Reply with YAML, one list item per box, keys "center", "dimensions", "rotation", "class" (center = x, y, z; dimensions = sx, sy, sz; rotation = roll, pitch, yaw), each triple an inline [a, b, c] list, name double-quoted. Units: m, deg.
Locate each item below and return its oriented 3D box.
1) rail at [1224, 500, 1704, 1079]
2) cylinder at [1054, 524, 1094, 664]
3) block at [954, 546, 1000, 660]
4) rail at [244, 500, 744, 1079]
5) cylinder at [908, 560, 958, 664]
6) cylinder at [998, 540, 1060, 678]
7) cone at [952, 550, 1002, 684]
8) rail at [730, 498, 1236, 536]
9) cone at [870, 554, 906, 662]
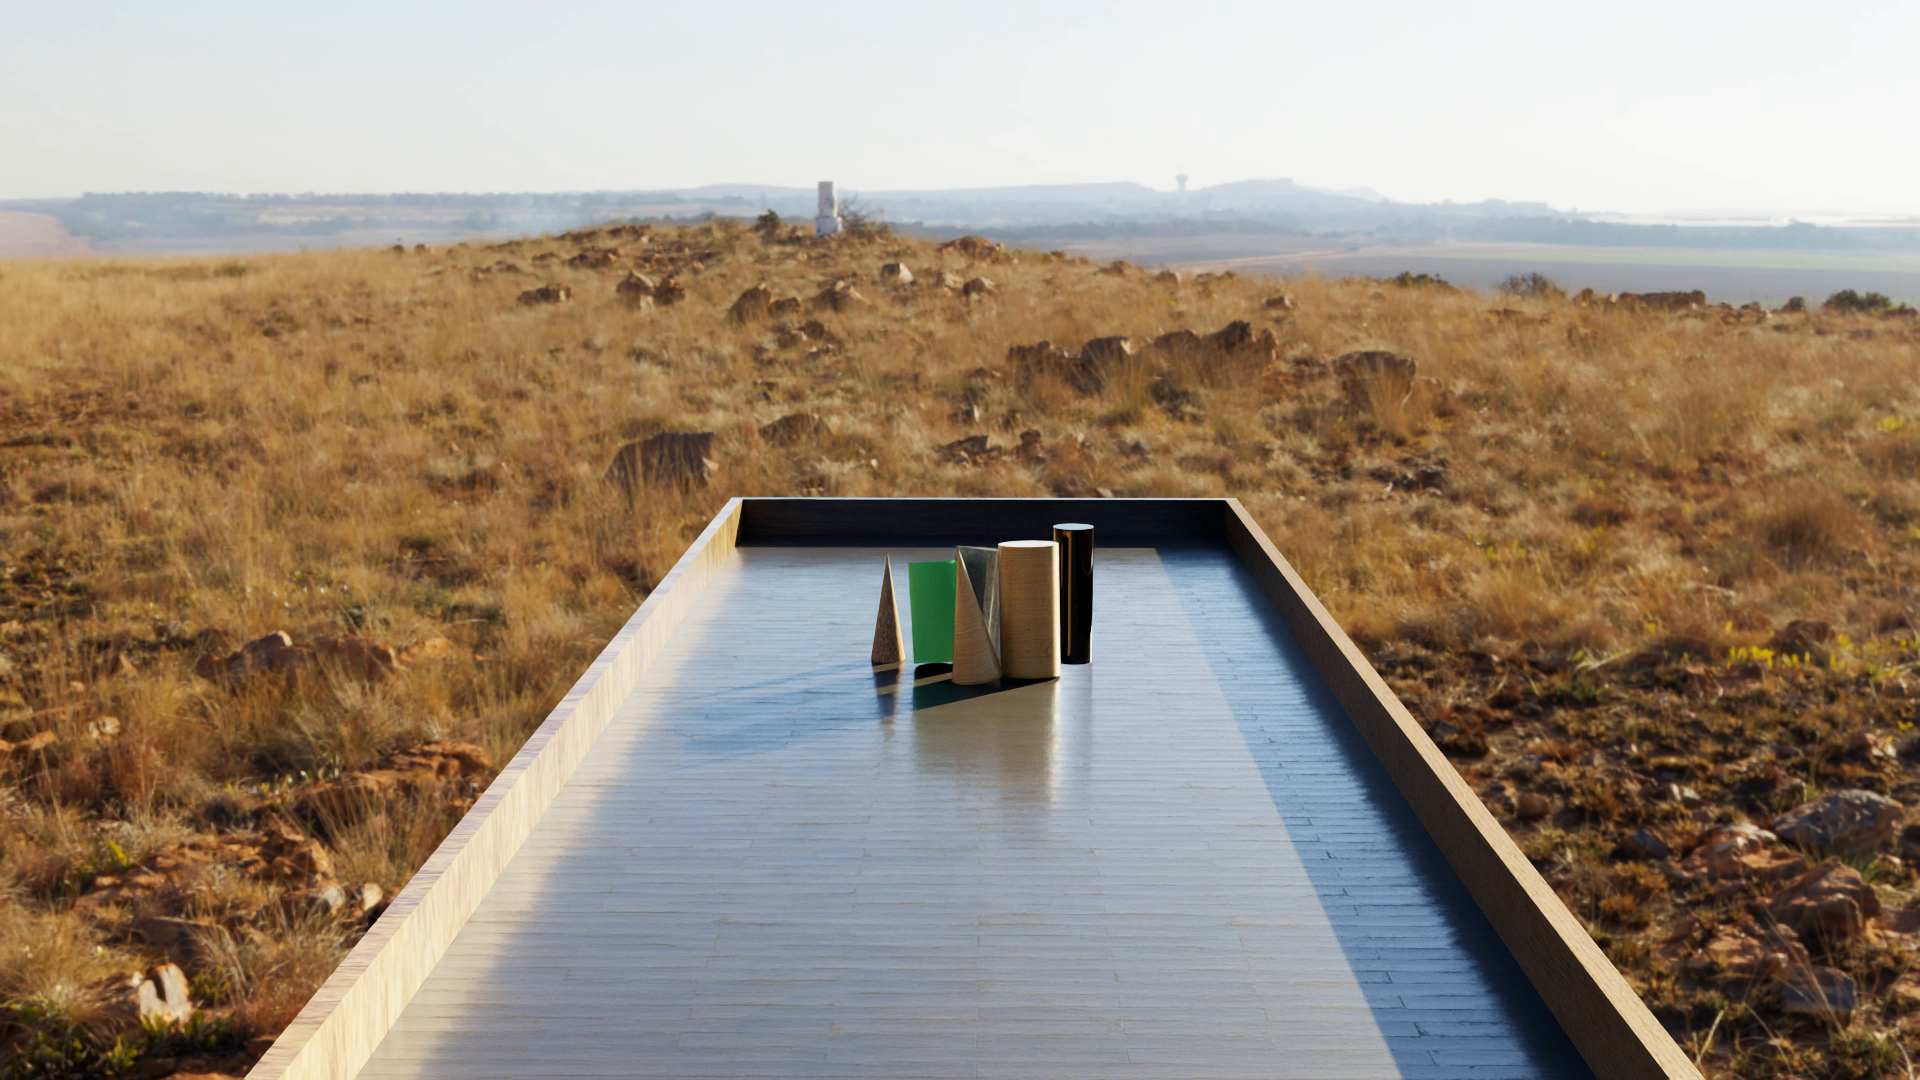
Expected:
- center: [1.046, 0.843, 3.208]
  dimensions: [0.050, 0.150, 12.000]
  rotation: [0, 9, 1]
  class: "rail"
- center: [0.342, 0.163, 6.662]
  dimensions: [0.122, 0.412, 0.122]
  rotation: [0, 9, 0]
  class: "cylinder"
- center: [0.064, 0.192, 6.689]
  dimensions: [0.134, 0.331, 0.134]
  rotation: [8, 3, 42]
  class: "block"
- center: [-1.004, 0.839, 3.234]
  dimensions: [0.050, 0.150, 12.000]
  rotation: [0, 9, 1]
  class: "rail"
- center: [-0.072, 0.217, 6.601]
  dimensions: [0.151, 0.300, 0.151]
  rotation: [-3, -3, 0]
  class: "cylinder"
- center: [0.205, 0.203, 6.464]
  dimensions: [0.177, 0.386, 0.177]
  rotation: [-1, 6, 0]
  class: "cylinder"
- center: [0.023, 0.209, 6.370]
  dimensions: [0.151, 0.393, 0.151]
  rotation: [-8, 14, 2]
  class: "cone"
- center: [0.099, -0.098, 9.147]
  dimensions: [2.100, 0.150, 0.050]
  rotation: [0, 9, 1]
  class: "rail"
- center: [-0.220, 0.199, 6.691]
  dimensions: [0.105, 0.332, 0.105]
  rotation: [0, 9, 0]
  class: "cone"
